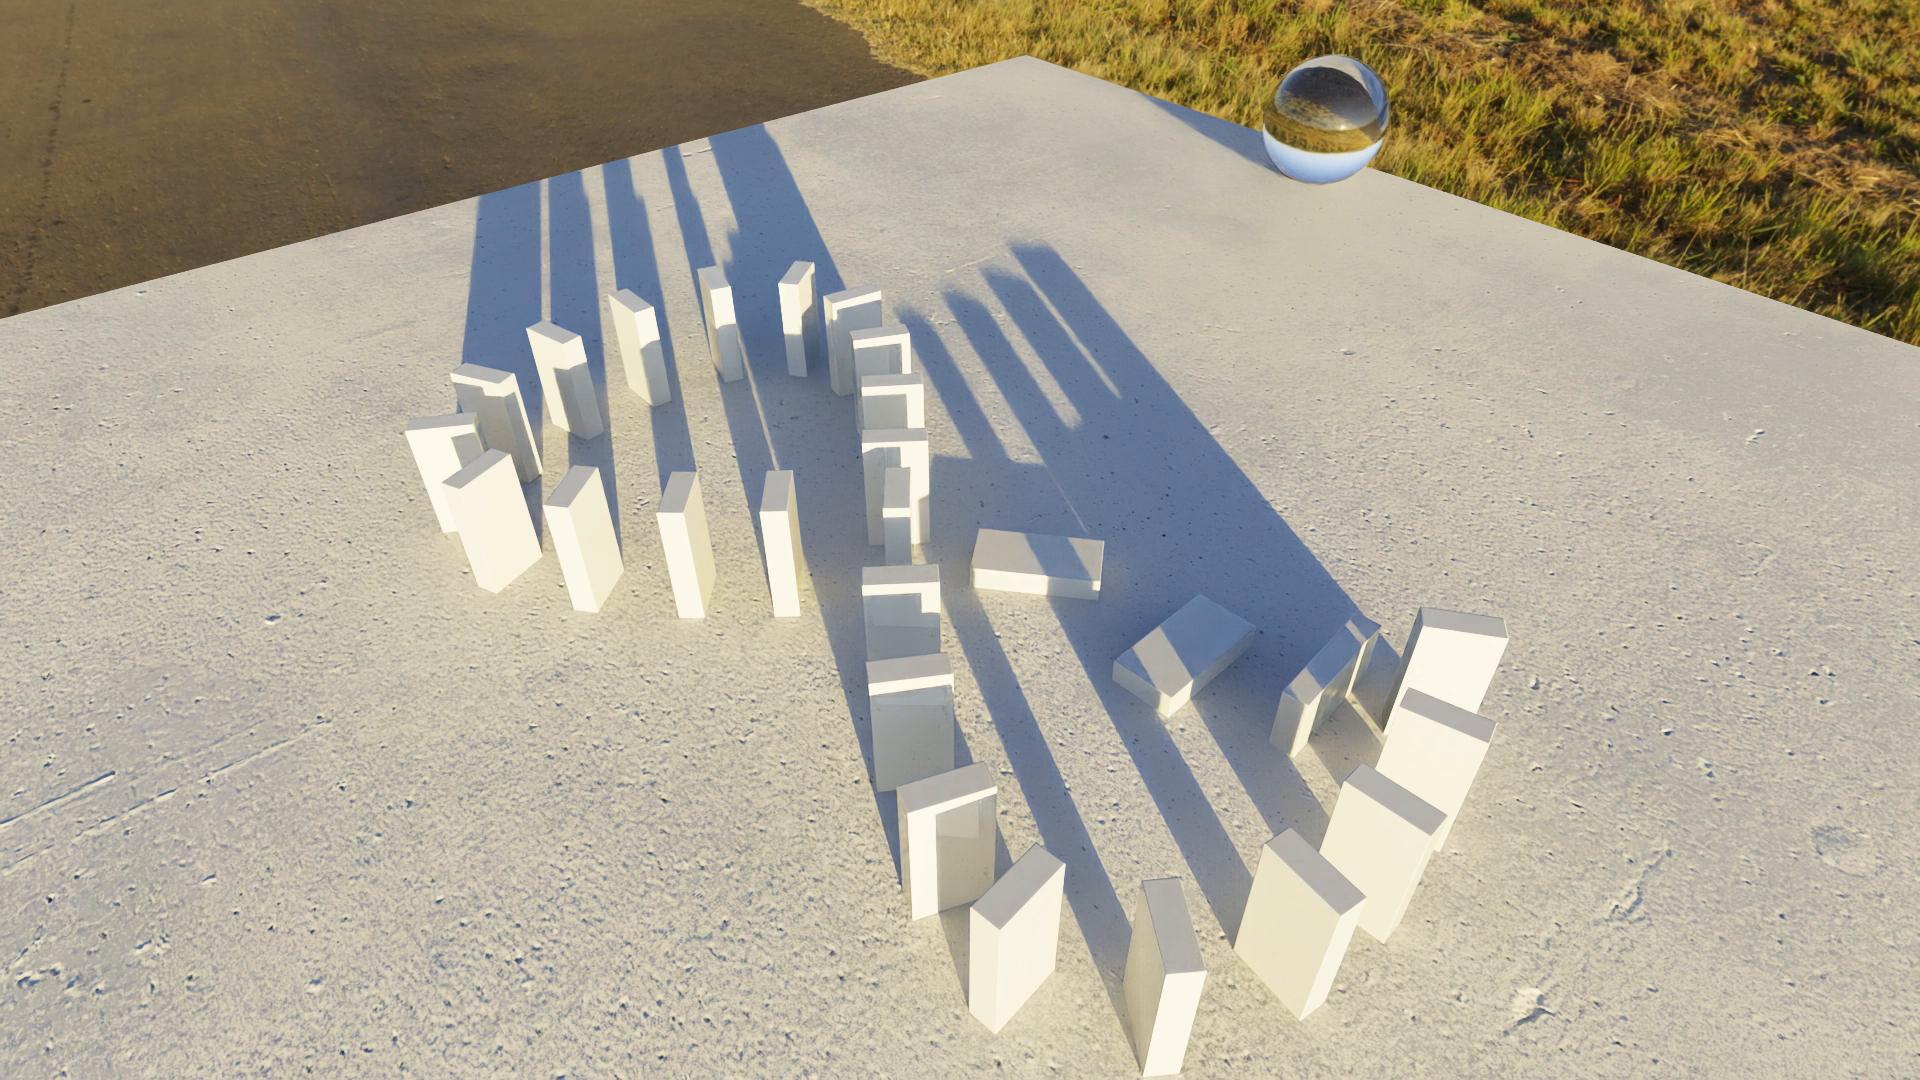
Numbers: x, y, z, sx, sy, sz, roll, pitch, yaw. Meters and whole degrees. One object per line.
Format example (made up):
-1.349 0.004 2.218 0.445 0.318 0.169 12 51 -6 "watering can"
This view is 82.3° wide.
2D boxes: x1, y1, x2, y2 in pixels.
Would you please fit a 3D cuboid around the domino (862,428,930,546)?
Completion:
-0.025 -0.021 0.437 0.025 0.050 0.009 -2 39 -3 "domino"

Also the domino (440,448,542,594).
-0.178 -0.007 0.420 0.010 0.050 0.025 17 42 20 "domino"

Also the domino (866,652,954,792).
-0.015 0.057 0.342 0.025 0.050 0.010 -6 40 -7 "domino"

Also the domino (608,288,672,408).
-0.152 -0.091 0.523 0.009 0.050 0.025 -29 48 -31 "domino"

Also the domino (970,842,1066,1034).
0.014 0.104 0.285 0.009 0.050 0.025 30 48 31 "domino"

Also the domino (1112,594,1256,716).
0.081 0.040 0.394 0.050 0.010 0.025 -32 49 -33 "domino"

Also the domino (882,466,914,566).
-0.023 0.000 0.411 0.009 0.050 0.025 -1 39 -1 "domino"

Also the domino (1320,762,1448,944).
0.115 0.087 0.305 0.010 0.050 0.025 -32 49 -33 "domino"

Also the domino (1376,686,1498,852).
0.138 0.069 0.327 0.025 0.050 0.009 23 44 25 "domino"

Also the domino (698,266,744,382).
-0.118 -0.106 0.541 0.009 0.050 0.025 -16 42 -19 "domino"

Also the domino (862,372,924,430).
-0.028 -0.046 0.468 0.025 0.050 0.010 -4 39 -5 "domino"

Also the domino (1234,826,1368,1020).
0.088 0.101 0.288 0.010 0.050 0.025 -23 45 -25 "domino"

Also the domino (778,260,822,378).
-0.079 -0.109 0.545 0.009 0.050 0.025 8 40 9 "domino"

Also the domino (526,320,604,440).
-0.179 -0.072 0.500 0.025 0.050 0.009 24 45 27 "domino"

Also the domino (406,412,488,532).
-0.202 -0.027 0.444 0.025 0.050 0.010 -7 40 -8 "domino"

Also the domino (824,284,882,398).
-0.050 -0.096 0.528 0.025 0.050 0.010 -21 44 -24 "domino"

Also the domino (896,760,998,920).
-0.004 0.085 0.308 0.025 0.050 0.010 -13 41 -16 "domino"

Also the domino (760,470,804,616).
-0.066 0.002 0.409 0.010 0.050 0.025 -1 39 -2 "domino"

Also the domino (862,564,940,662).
-0.019 0.031 0.374 0.025 0.050 0.009 -2 39 -3 "domino"

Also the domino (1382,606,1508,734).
0.156 0.045 0.357 0.025 0.050 0.009 8 40 10 "domino"

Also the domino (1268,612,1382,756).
0.124 0.048 0.372 0.009 0.025 0.050 30 48 32 "domino"

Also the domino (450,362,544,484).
-0.198 -0.050 0.472 0.025 0.050 0.009 14 41 16 "domino"

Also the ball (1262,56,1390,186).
0.240 -0.276 0.725 0.080 0.080 0.080 0 39 0 "ball"

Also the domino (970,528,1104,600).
0.030 0.009 0.432 0.050 0.010 0.025 6 40 7 "domino"

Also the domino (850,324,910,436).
-0.035 -0.072 0.499 0.025 0.050 0.010 -10 40 -12 "domino"

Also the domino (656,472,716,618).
-0.101 0.002 0.409 0.010 0.050 0.025 0 39 0 "domino"

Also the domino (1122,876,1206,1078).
0.051 0.110 0.277 0.009 0.050 0.025 -3 39 -4 "domino"

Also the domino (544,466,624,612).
-0.140 0.000 0.412 0.009 0.050 0.025 6 40 7 "domino"
